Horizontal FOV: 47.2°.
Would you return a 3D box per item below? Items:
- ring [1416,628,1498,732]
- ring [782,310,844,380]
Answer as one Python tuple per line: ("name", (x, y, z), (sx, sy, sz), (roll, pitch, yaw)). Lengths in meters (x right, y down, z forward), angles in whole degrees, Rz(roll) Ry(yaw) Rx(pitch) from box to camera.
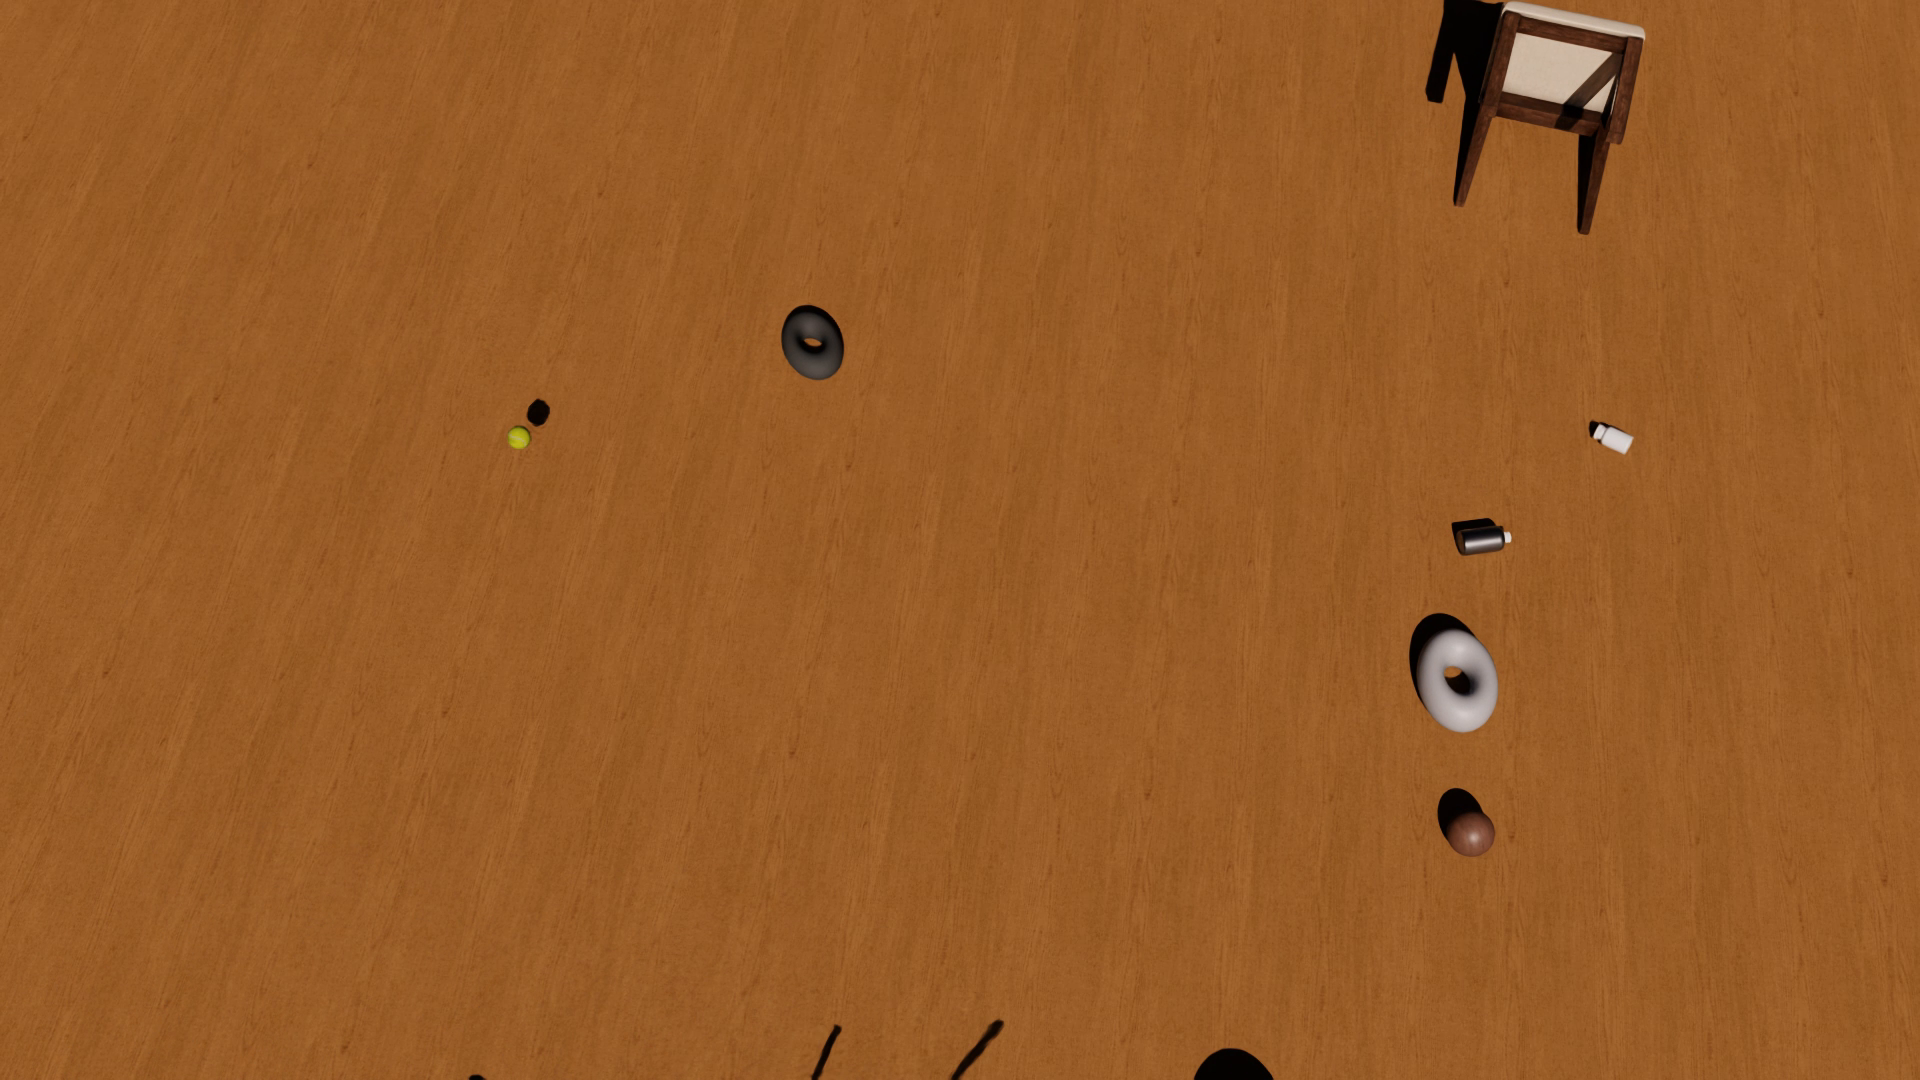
("ring", (1.410, 0.397, 6.238), (0.227, 0.119, 0.321), (-1, 57, -2))
("ring", (-0.466, -0.614, 6.931), (0.187, 0.092, 0.266), (-17, 57, -13))
